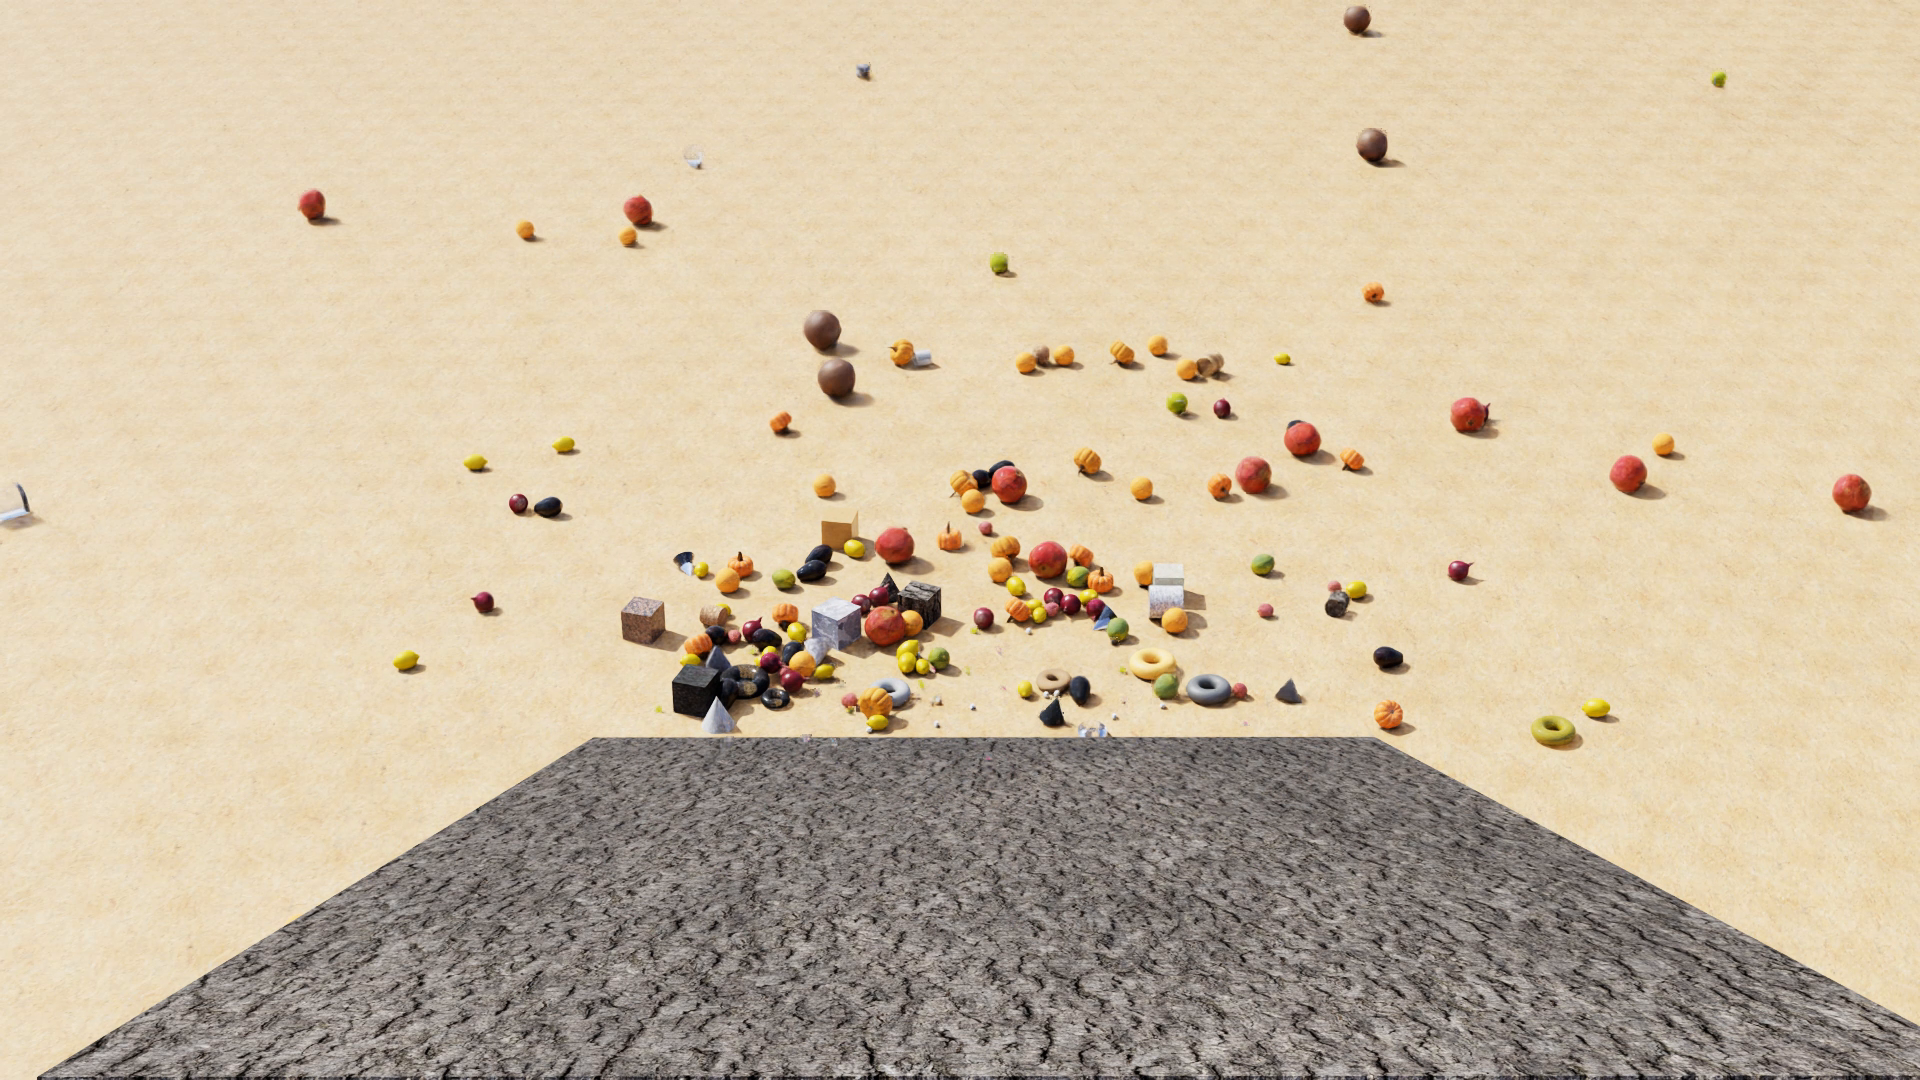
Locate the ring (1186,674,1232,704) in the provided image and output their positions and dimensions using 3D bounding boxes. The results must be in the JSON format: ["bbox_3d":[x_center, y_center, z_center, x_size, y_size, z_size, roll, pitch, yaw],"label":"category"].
[{"bbox_3d":[0.669,0.401,6.950,0.122,0.041,0.122,-1,29,1],"label":"ring"}]

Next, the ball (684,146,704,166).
[{"bbox_3d":[-1.088,-1.570,10.557,0.078,0.078,0.078,0,28,0],"label":"ball"}]

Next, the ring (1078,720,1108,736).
[{"bbox_3d":[0.347,0.500,6.782,0.078,0.026,0.078,-1,29,0],"label":"ring"}]

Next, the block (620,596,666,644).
[{"bbox_3d":[-0.885,0.225,7.223,0.091,0.091,0.091,9,30,17],"label":"block"}]

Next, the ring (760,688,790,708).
[{"bbox_3d":[-0.495,0.425,6.921,0.079,0.026,0.079,1,29,0],"label":"ring"}]

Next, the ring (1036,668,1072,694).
[{"bbox_3d":[0.255,0.381,6.996,0.098,0.033,0.098,-1,28,1],"label":"ring"}]

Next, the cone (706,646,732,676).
[{"bbox_3d":[-0.643,0.348,7.048,0.092,0.092,0.092,27,28,-7],"label":"cone"}]

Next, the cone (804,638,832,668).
[{"bbox_3d":[-0.396,0.325,7.097,0.078,0.078,0.078,3,55,6],"label":"cone"}]

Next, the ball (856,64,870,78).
[{"bbox_3d":[-0.435,-2.096,11.543,0.067,0.067,0.067,0,28,0],"label":"ball"}]

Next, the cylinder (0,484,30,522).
[{"bbox_3d":[-2.890,-0.111,7.840,0.096,0.096,0.096,-21,35,-34],"label":"cylinder"}]

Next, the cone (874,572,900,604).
[{"bbox_3d":[-0.206,0.126,7.415,0.083,0.083,0.083,0,28,0],"label":"cone"}]

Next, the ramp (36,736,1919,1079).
[{"bbox_3d":[0.064,0.573,4.616,2.000,0.100,4.000,0,1,0],"label":"ramp"}]

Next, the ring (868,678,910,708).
[{"bbox_3d":[-0.190,0.409,6.938,0.115,0.038,0.115,0,30,0],"label":"ring"}]

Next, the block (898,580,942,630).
[{"bbox_3d":[-0.114,0.184,7.298,0.092,0.092,0.092,14,31,24],"label":"block"}]

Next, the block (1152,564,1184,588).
[{"bbox_3d":[0.598,0.124,7.416,0.084,0.084,0.084,1,28,1],"label":"block"}]

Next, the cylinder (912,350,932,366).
[{"bbox_3d":[-0.129,-0.621,8.829,0.052,0.052,0.052,-11,30,-19],"label":"cylinder"}]

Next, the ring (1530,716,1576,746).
[{"bbox_3d":[1.554,0.499,6.771,0.117,0.039,0.117,-1,29,1],"label":"ring"}]

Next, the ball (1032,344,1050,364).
[{"bbox_3d":[0.277,-0.634,8.838,0.067,0.067,0.067,0,28,0],"label":"ball"}]

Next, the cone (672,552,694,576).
[{"bbox_3d":[-0.798,0.080,7.555,0.067,0.067,0.067,-11,57,-19],"label":"cone"}]

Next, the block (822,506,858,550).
[{"bbox_3d":[-0.357,-0.034,7.700,0.092,0.092,0.092,5,29,9],"label":"block"}]

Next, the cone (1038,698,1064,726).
[{"bbox_3d":[0.250,0.443,6.826,0.071,0.071,0.071,11,28,-6],"label":"cone"}]

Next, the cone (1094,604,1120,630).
[{"bbox_3d":[0.401,0.232,7.269,0.074,0.074,0.074,-37,38,-9],"label":"cone"}]

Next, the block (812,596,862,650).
[{"bbox_3d":[-0.344,0.232,7.201,0.098,0.098,0.098,21,35,33],"label":"block"}]

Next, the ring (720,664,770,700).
[{"bbox_3d":[-0.582,0.383,6.978,0.139,0.046,0.139,0,30,0],"label":"ring"}]

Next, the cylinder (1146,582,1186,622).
[{"bbox_3d":[0.581,0.175,7.311,0.094,0.094,0.094,12,29,1],"label":"cylinder"}]

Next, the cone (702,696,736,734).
[{"bbox_3d":[-0.639,0.449,6.809,0.090,0.090,0.090,0,28,0],"label":"cone"}]

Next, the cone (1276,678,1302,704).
[{"bbox_3d":[0.893,0.417,6.930,0.067,0.067,0.067,42,43,15],"label":"cone"}]

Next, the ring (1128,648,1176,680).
[{"bbox_3d":[0.527,0.338,7.064,0.130,0.043,0.130,-1,28,1],"label":"ring"}]

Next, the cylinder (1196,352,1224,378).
[{"bbox_3d":[0.849,-0.596,8.763,0.070,0.070,0.070,20,34,32],"label":"cylinder"}]

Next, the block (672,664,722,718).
[{"bbox_3d":[-0.702,0.402,6.888,0.097,0.097,0.097,9,30,16],"label":"block"}]
